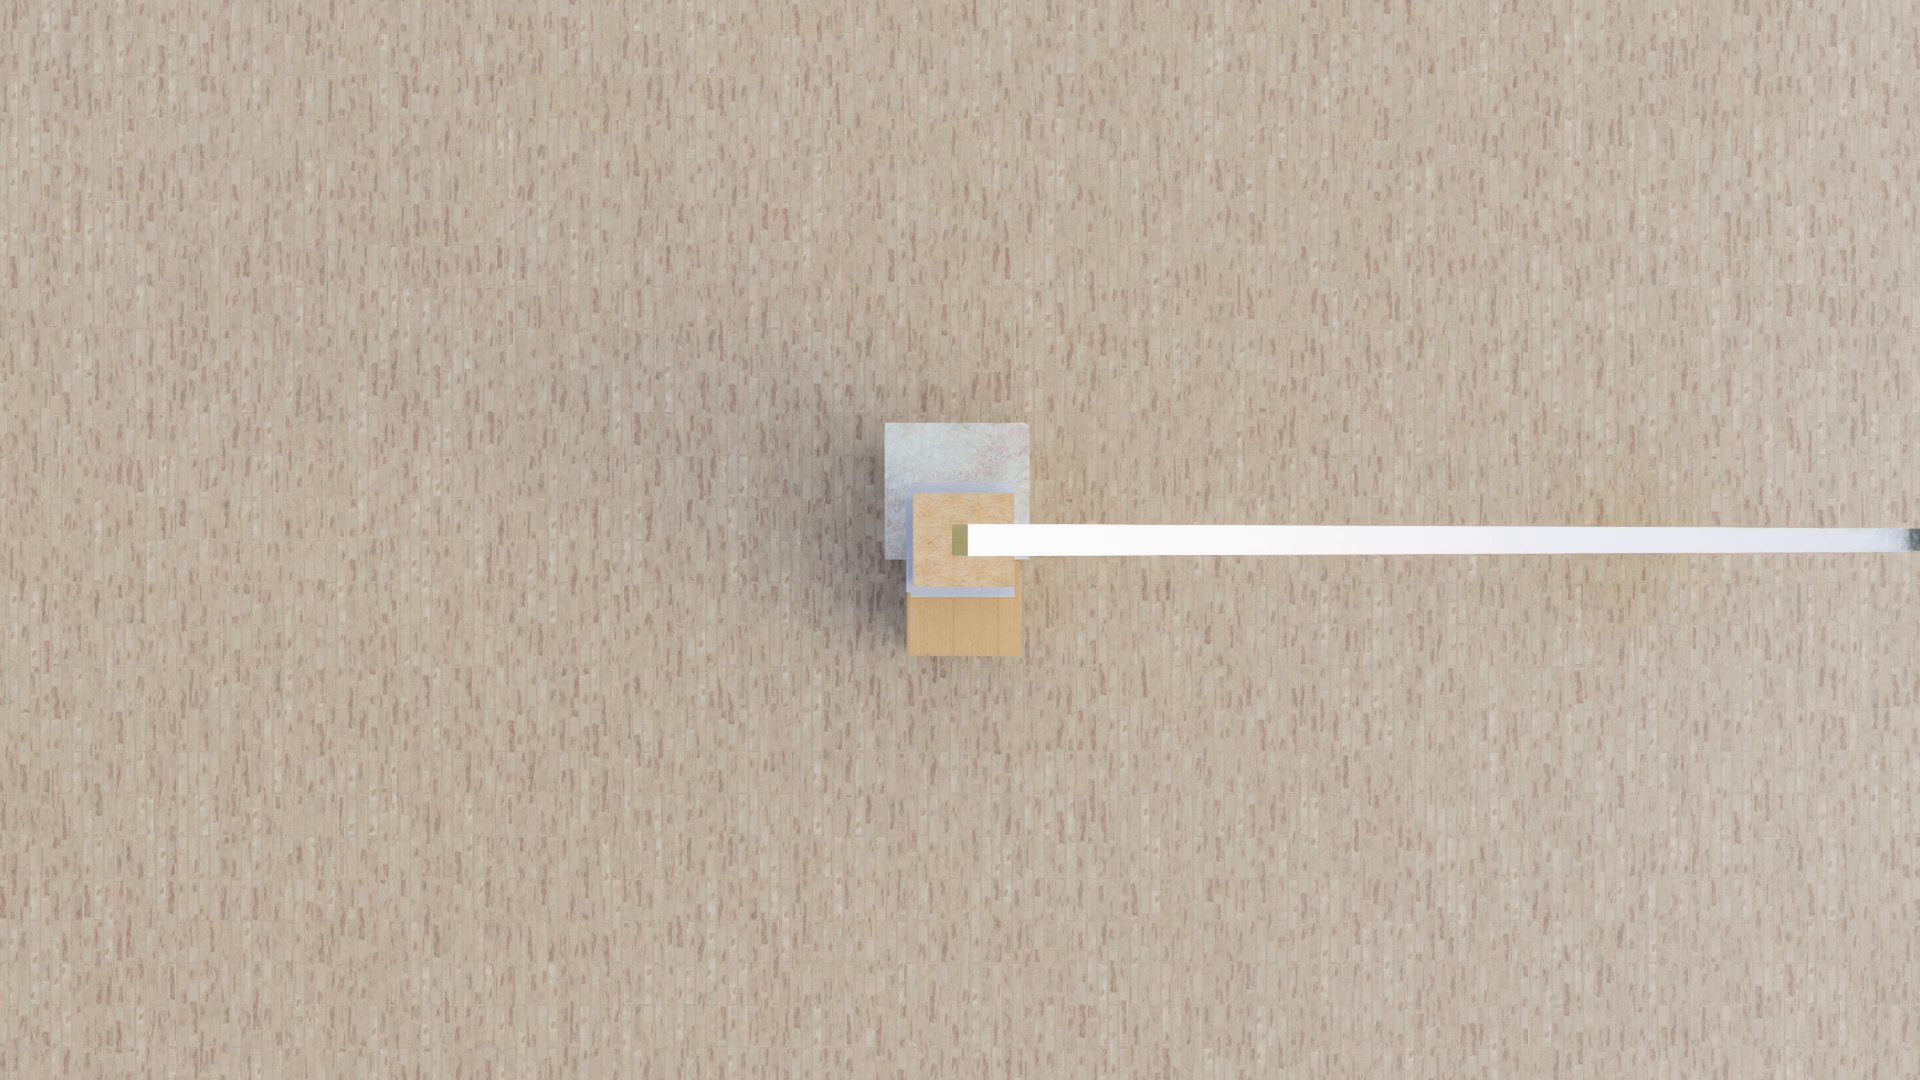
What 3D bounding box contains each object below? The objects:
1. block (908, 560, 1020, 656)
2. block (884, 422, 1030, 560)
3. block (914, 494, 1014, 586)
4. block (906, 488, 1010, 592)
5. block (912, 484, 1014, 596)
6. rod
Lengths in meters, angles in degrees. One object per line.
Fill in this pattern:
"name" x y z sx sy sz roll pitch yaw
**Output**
"block" 0.020 0.386 12.689 0.634 0.622 0.534 0 90 0
"block" -0.015 -0.272 12.623 0.806 0.755 0.762 0 90 0
"block" 0.018 0.000 10.986 0.494 0.503 0.459 0 90 0
"block" -0.008 0.000 11.486 0.533 0.498 0.532 0 90 0
"block" 0.016 0.000 11.990 0.550 0.510 0.607 0 90 0
"rod" 2.212 0.000 7.007 5.200 0.080 0.080 0 90 -32
